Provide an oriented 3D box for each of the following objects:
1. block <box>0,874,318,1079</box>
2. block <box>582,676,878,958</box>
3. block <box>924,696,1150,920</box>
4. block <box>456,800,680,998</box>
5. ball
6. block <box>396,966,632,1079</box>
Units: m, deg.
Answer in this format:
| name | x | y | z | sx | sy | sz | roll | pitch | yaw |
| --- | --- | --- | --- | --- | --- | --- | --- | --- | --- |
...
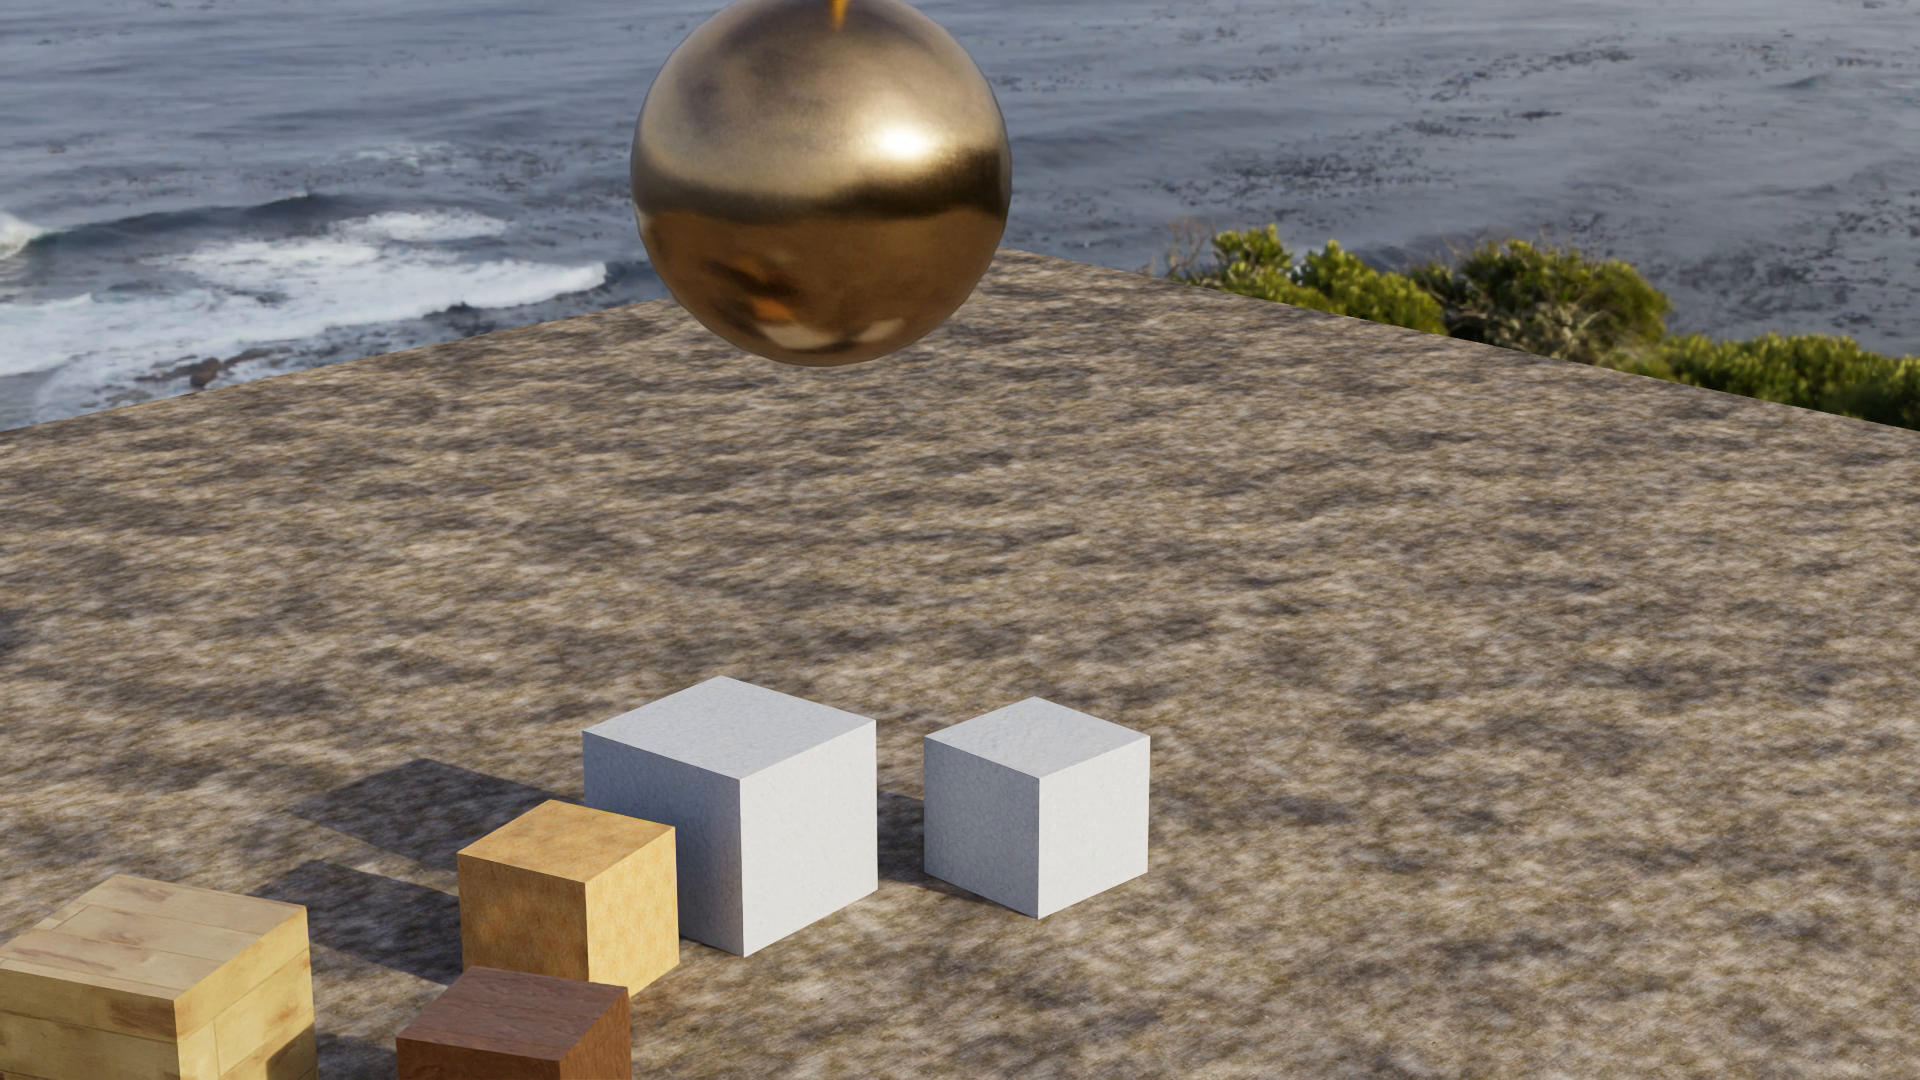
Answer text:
| name | x | y | z | sx | sy | sz | roll | pitch | yaw |
| --- | --- | --- | --- | --- | --- | --- | --- | --- | --- |
| block | -3.048 | 1.859 | 11.073 | 0.859 | 0.813 | 0.856 | 6 | 19 | 20 |
| block | -1.021 | 1.213 | 13.113 | 0.938 | 0.823 | 0.898 | 13 | 22 | 36 |
| block | 0.349 | 1.208 | 13.384 | 0.727 | 0.671 | 0.723 | -17 | 24 | -42 |
| block | -1.642 | 1.554 | 12.344 | 0.645 | 0.634 | 0.654 | 9 | 20 | 27 |
| ball | -0.579 | -1.523 | 12.256 | 1.600 | 1.600 | 1.600 | 0 | 17 | 0 |
| block | -1.640 | 2.026 | 10.876 | 0.643 | 0.612 | 0.621 | 5 | 18 | 16 |
